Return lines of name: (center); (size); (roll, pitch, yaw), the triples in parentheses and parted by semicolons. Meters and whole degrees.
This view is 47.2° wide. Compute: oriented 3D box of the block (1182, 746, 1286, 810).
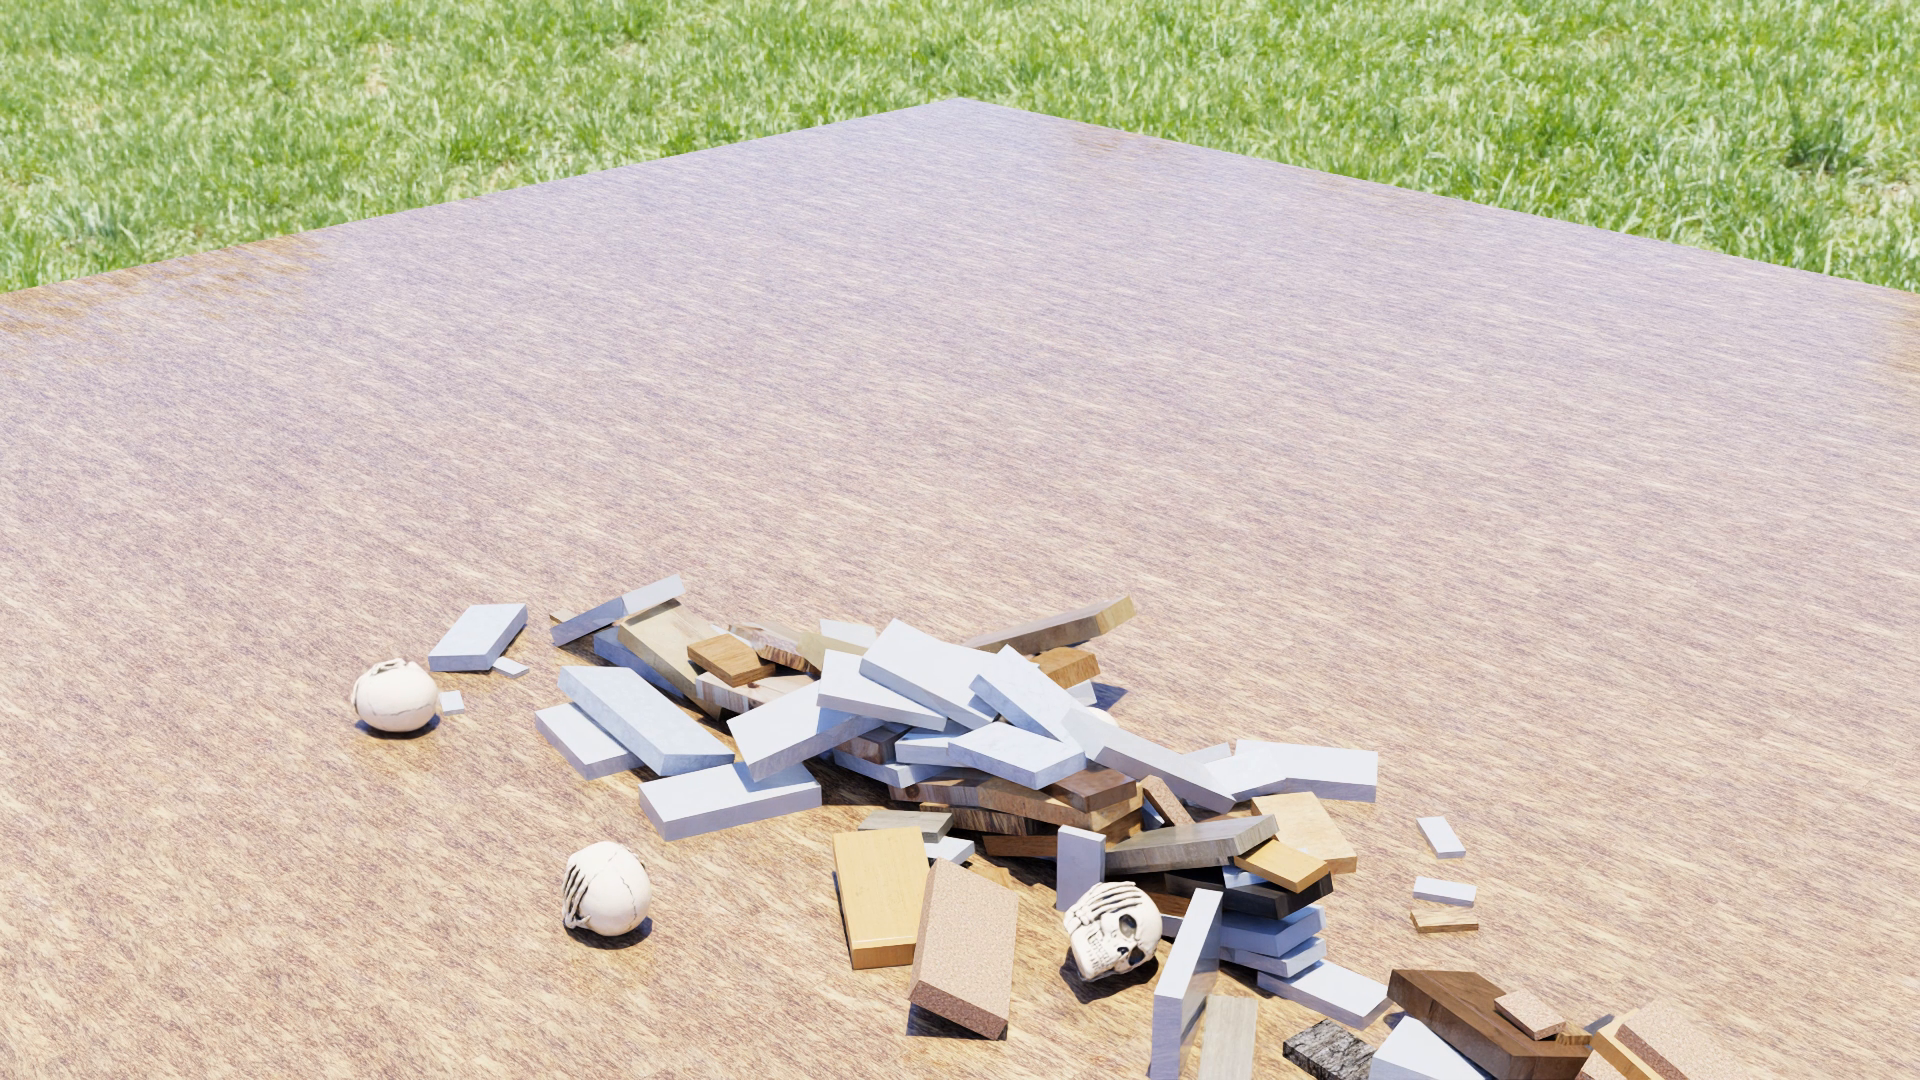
block: (0.549, 0.492, 4.488); (0.206, 0.029, 0.103); (-15, 38, -7)

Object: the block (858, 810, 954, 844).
block: (-0.107, 0.564, 4.334); (0.169, 0.024, 0.085); (0, 20, 22)

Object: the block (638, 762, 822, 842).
block: (-0.468, 0.520, 4.476); (0.334, 0.047, 0.167); (-11, 25, -23)

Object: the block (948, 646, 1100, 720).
block: (0.116, 0.317, 4.676); (0.332, 0.047, 0.166); (-22, 11, -20)

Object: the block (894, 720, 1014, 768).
block: (0.028, 0.409, 4.410); (0.283, 0.040, 0.141); (2, 18, 26)

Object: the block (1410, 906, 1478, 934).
block: (0.898, 0.705, 4.079); (0.112, 0.016, 0.056); (-2, 23, -5)

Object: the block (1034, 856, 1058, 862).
block: (0.178, 0.604, 4.283); (0.104, 0.015, 0.052); (5, 21, 41)

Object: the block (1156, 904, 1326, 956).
block: (0.506, 0.687, 3.974); (0.140, 0.040, 0.281); (-20, 14, -41)

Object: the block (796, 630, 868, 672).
block: (-0.175, 0.289, 4.819); (0.344, 0.049, 0.172); (18, 9, -38)

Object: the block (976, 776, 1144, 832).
block: (0.191, 0.488, 4.208); (0.296, 0.042, 0.148); (7, 21, 45)

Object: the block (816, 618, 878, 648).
block: (-0.256, 0.241, 5.053); (0.130, 0.037, 0.261); (9, 11, -8)

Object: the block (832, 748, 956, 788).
block: (-0.135, 0.446, 4.554); (0.141, 0.040, 0.283); (-19, 15, -28)

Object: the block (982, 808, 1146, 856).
block: (0.198, 0.563, 4.239); (0.148, 0.042, 0.296); (-22, 8, -41)

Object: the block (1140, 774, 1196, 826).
block: (0.427, 0.549, 4.164); (0.033, 0.230, 0.115); (-38, 2, -6)

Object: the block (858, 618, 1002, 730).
block: (-0.041, 0.276, 4.446); (0.293, 0.042, 0.147); (26, 40, 12)

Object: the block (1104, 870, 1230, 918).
block: (0.394, 0.646, 4.087); (0.140, 0.040, 0.281); (-20, 14, -41)

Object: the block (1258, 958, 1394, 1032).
block: (0.643, 0.787, 3.867); (0.213, 0.030, 0.107); (18, 29, 36)

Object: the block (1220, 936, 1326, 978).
block: (0.540, 0.728, 3.944); (0.107, 0.030, 0.213); (-20, 16, -38)

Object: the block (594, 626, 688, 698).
block: (-0.678, 0.265, 5.076); (0.332, 0.047, 0.166); (21, 31, 41)

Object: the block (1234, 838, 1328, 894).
block: (0.560, 0.566, 3.844); (0.077, 0.022, 0.154); (-26, 27, -31)

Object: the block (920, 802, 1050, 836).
block: (0.075, 0.527, 4.352); (0.148, 0.042, 0.296); (-22, 14, -41)

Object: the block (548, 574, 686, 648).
block: (-0.796, 0.164, 5.100); (0.166, 0.047, 0.332); (-23, 0, -43)

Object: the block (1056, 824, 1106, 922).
block: (0.224, 0.619, 4.083); (0.086, 0.172, 0.024); (11, 25, 25)

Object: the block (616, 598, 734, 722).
block: (-0.594, 0.266, 4.937); (0.332, 0.047, 0.166); (35, 40, 25)

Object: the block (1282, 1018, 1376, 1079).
block: (0.651, 0.877, 3.656); (0.107, 0.030, 0.213); (-17, 28, -35)

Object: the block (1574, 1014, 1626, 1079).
block: (1.142, 0.901, 3.431); (0.348, 0.049, 0.174); (33, 35, 20)

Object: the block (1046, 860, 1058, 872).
block: (0.223, 0.633, 4.250); (0.104, 0.015, 0.052); (18, 29, 36)

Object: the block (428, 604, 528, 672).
block: (-1.127, 0.227, 5.157); (0.140, 0.040, 0.281); (-2, 22, 10)

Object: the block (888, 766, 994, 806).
block: (0.000, 0.486, 4.430); (0.141, 0.040, 0.283); (-22, 12, -41)

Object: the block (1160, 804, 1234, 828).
block: (0.439, 0.574, 4.362); (0.256, 0.036, 0.128); (12, 26, 26)

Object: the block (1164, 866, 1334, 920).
block: (0.514, 0.612, 3.930); (0.140, 0.040, 0.281); (-19, 13, -35)

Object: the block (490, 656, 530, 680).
block: (-1.037, 0.294, 5.051); (0.093, 0.013, 0.046); (17, 28, 35)

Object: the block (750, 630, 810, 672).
block: (-0.399, 0.244, 4.849); (0.105, 0.030, 0.210); (20, 2, -14)

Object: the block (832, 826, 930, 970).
block: (-0.134, 0.661, 4.088); (0.169, 0.048, 0.337); (-4, 30, -8)

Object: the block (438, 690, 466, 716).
block: (-1.130, 0.363, 4.888); (0.046, 0.013, 0.093); (-8, 24, -18)

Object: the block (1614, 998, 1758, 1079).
block: (1.143, 0.818, 3.420); (0.113, 0.032, 0.227); (-16, 46, -42)
